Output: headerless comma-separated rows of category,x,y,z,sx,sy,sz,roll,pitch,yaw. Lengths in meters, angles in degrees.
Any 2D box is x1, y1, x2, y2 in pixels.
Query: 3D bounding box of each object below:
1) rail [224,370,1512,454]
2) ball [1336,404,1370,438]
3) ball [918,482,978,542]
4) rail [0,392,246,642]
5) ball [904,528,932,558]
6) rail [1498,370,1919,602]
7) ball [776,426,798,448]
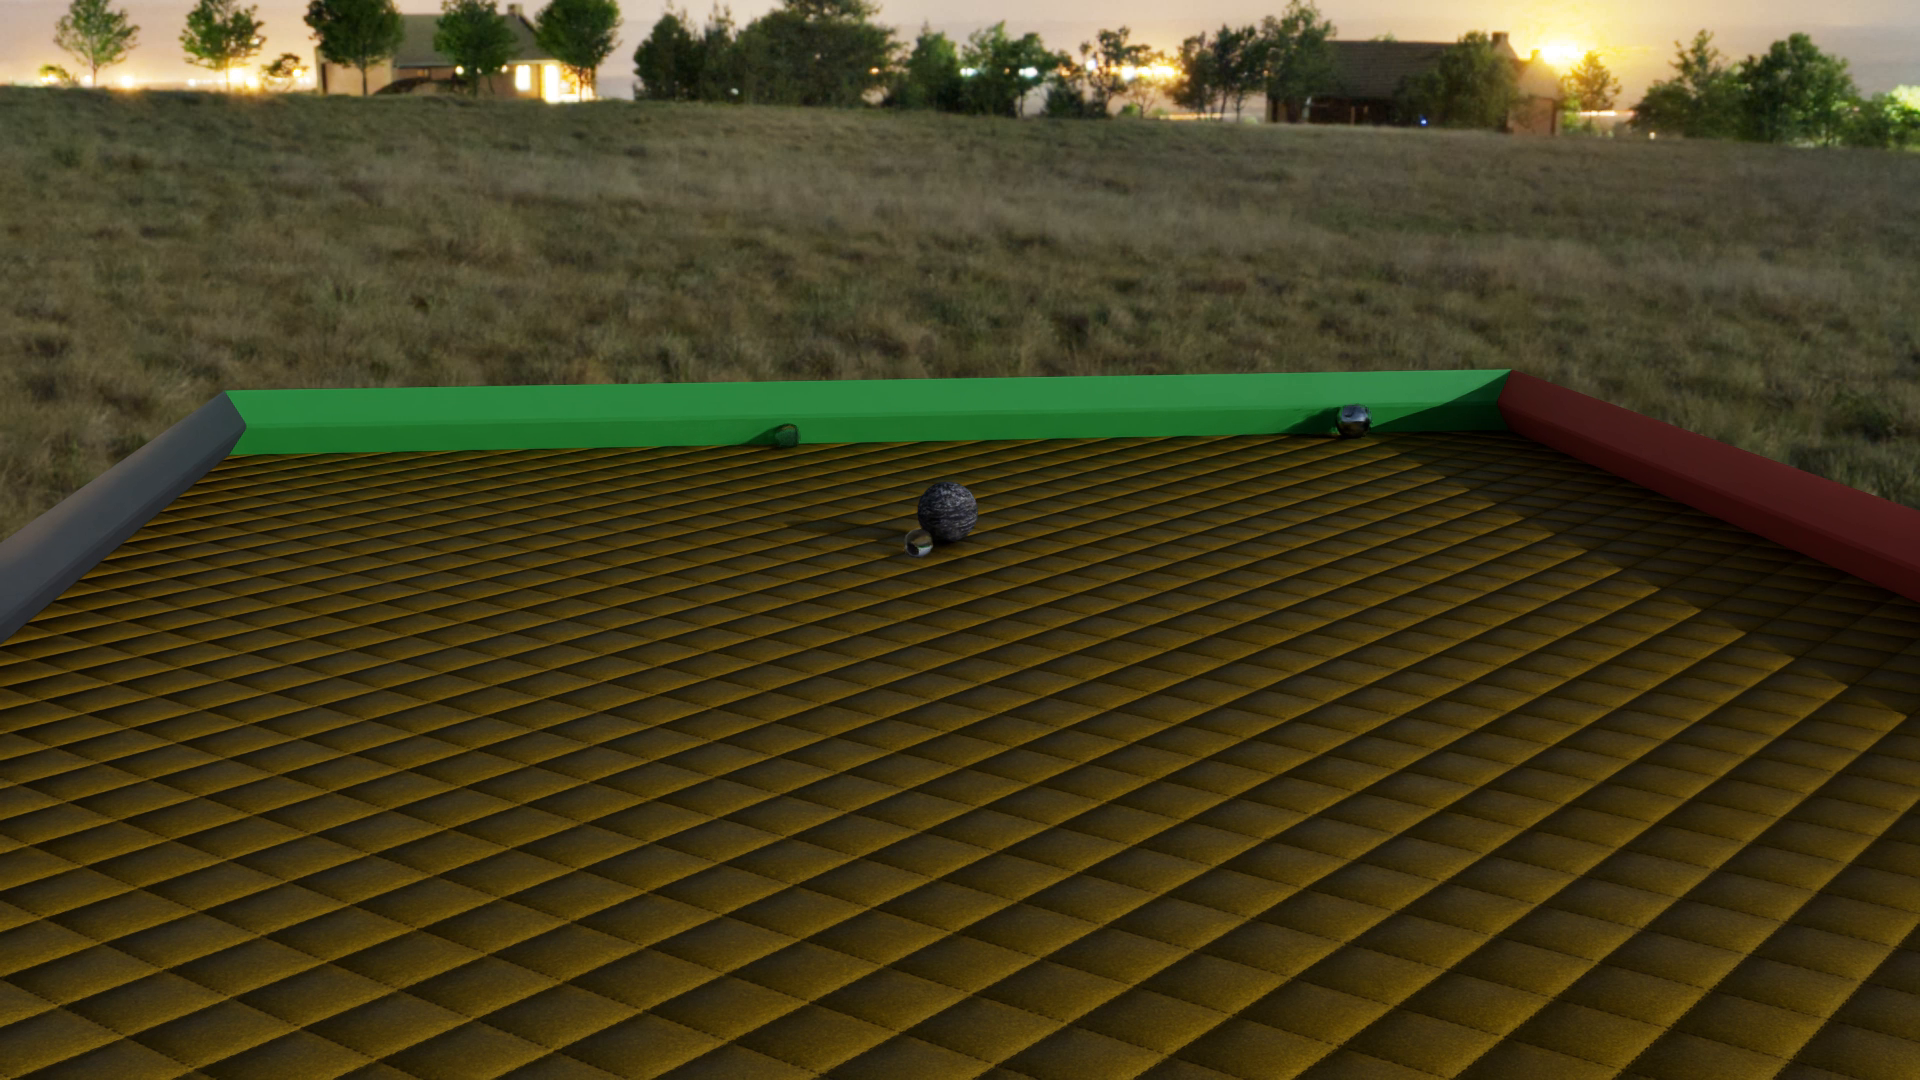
rail,-0.130,-0.245,4.218,2.486,0.119,0.045,-1,12,-7
ball,0.766,-0.231,4.285,0.068,0.068,0.068,0,12,0
ball,-0.019,-0.042,3.322,0.092,0.092,0.092,0,12,0
rail,-1.077,0.219,2.000,0.045,0.119,4.311,-1,12,-7
ball,-0.061,0.004,3.222,0.042,0.042,0.042,0,12,0
rail,1.343,0.158,2.294,0.045,0.119,4.311,-1,12,-7
ball,-0.328,-0.197,4.179,0.043,0.043,0.043,0,12,0
